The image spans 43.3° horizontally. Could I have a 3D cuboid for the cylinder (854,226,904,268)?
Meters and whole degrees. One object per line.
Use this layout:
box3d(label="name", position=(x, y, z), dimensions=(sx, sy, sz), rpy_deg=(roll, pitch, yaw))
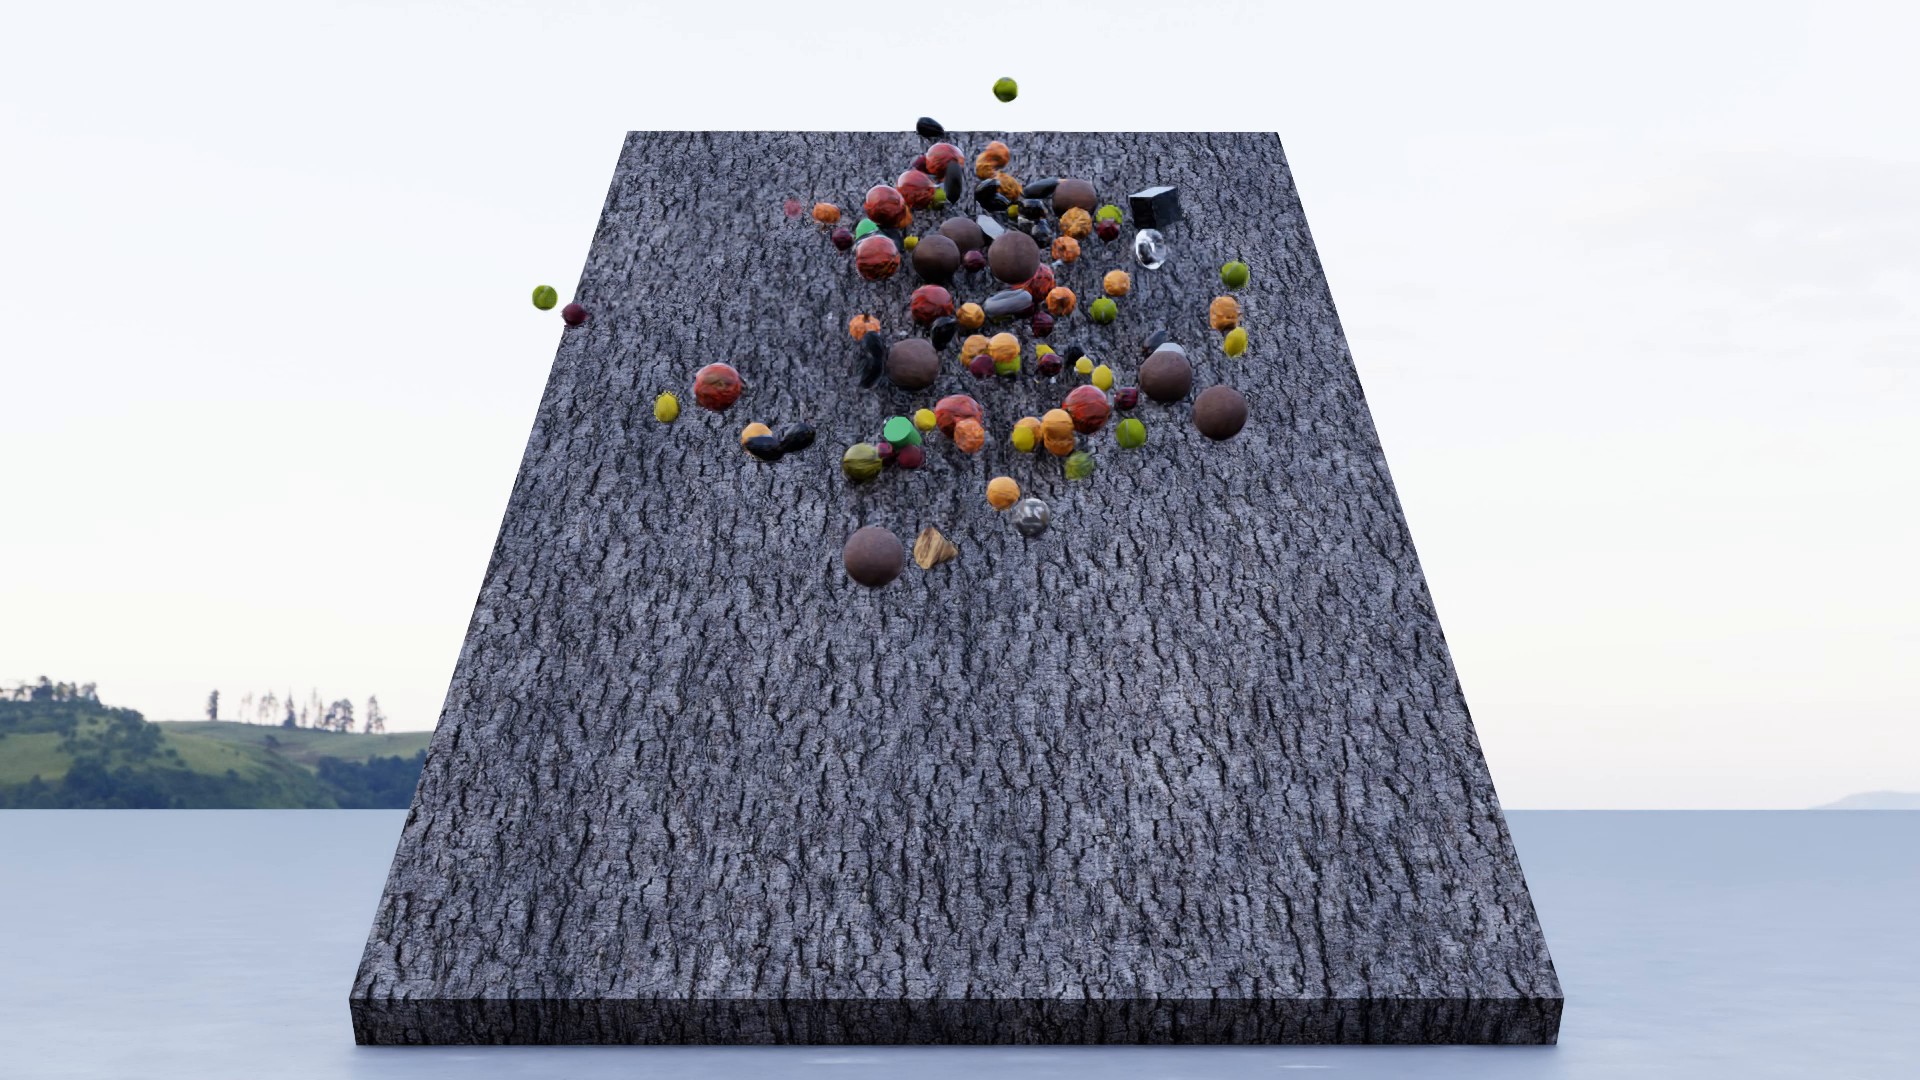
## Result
box3d(label="cylinder", position=(-0.215, -0.779, 6.421), dimensions=(0.091, 0.091, 0.091), rpy_deg=(6, -13, -42))

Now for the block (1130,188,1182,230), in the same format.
box3d(label="block", position=(0.545, -0.926, 6.751), dimensions=(0.093, 0.093, 0.093), rpy_deg=(-25, 21, -31))

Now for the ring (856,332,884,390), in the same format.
box3d(label="ring", position=(-0.217, -0.436, 5.869), dimensions=(0.048, 0.143, 0.143), rpy_deg=(5, -7, -15))

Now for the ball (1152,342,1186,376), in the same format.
box3d(label="ball", position=(0.516, -0.446, 5.964), dimensions=(0.082, 0.082, 0.082), rpy_deg=(0, -6, 0))

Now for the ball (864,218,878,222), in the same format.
box3d(label="ball", position=(-0.251, -0.868, 6.710), dimensions=(0.055, 0.055, 0.055), rpy_deg=(0, -6, 0))

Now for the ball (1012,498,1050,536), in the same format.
box3d(label="ball", position=(0.157, -0.051, 5.281), dimensions=(0.083, 0.083, 0.083), rpy_deg=(0, -6, 0))

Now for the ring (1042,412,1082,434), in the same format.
box3d(label="ring", position=(0.240, -0.276, 5.706), dimensions=(0.098, 0.033, 0.098), rpy_deg=(-4, 23, 2))

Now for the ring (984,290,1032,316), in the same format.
box3d(label="ring", position=(0.121, -0.593, 6.056), dimensions=(0.126, 0.042, 0.126), rpy_deg=(-13, 17, 4))

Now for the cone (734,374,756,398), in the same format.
box3d(label="cone", position=(-0.533, -0.384, 5.855), dimensions=(0.054, 0.054, 0.054), rpy_deg=(-7, -47, 50))

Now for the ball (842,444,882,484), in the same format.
box3d(label="ball", position=(-0.222, -0.174, 5.482), dimensions=(0.091, 0.091, 0.091), rpy_deg=(0, -6, 0))

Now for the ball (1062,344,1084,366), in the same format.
box3d(label="ball", position=(0.282, -0.460, 6.016), dimensions=(0.052, 0.052, 0.052), rpy_deg=(0, -6, 0))

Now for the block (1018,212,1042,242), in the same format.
box3d(label="block", position=(0.192, -0.867, 6.703), dimensions=(0.058, 0.058, 0.058), rpy_deg=(-3, 36, -4))

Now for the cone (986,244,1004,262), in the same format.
box3d(label="cone", position=(0.091, -0.791, 6.584), dimensions=(0.050, 0.050, 0.050), rpy_deg=(2, 28, -19))

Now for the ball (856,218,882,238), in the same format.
box3d(label="ball", position=(-0.249, -0.843, 6.646), dimensions=(0.077, 0.077, 0.077), rpy_deg=(0, -6, 0))

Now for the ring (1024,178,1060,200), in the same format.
box3d(label="ring", position=(0.230, -0.988, 6.815), dimensions=(0.109, 0.036, 0.109), rpy_deg=(-19, -6, -2))

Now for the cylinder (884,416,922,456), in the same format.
box3d(label="cylinder", position=(-0.132, -0.240, 5.587), dimensions=(0.066, 0.066, 0.066), rpy_deg=(-3, -28, 23))

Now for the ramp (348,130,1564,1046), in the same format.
box3d(label="ramp", position=(-0.013, -0.208, 5.732), dimensions=(2.000, 0.100, 4.000), rpy_deg=(0, 30, 0))

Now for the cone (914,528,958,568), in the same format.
box3d(label="cone", position=(-0.034, 0.024, 5.194), dimensions=(0.090, 0.090, 0.090), rpy_deg=(12, -12, -39))

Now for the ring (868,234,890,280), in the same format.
box3d(label="ring", position=(-0.212, -0.736, 6.292), dimensions=(0.041, 0.122, 0.122), rpy_deg=(-4, -5, -13))

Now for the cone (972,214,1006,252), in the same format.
box3d(label="cone", position=(0.058, -0.820, 6.607), dimensions=(0.096, 0.096, 0.096), rpy_deg=(6, -43, -44))

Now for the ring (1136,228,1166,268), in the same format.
box3d(label="ring", position=(0.515, -0.787, 6.532), dimensions=(0.037, 0.112, 0.112), rpy_deg=(-12, -13, 42))
